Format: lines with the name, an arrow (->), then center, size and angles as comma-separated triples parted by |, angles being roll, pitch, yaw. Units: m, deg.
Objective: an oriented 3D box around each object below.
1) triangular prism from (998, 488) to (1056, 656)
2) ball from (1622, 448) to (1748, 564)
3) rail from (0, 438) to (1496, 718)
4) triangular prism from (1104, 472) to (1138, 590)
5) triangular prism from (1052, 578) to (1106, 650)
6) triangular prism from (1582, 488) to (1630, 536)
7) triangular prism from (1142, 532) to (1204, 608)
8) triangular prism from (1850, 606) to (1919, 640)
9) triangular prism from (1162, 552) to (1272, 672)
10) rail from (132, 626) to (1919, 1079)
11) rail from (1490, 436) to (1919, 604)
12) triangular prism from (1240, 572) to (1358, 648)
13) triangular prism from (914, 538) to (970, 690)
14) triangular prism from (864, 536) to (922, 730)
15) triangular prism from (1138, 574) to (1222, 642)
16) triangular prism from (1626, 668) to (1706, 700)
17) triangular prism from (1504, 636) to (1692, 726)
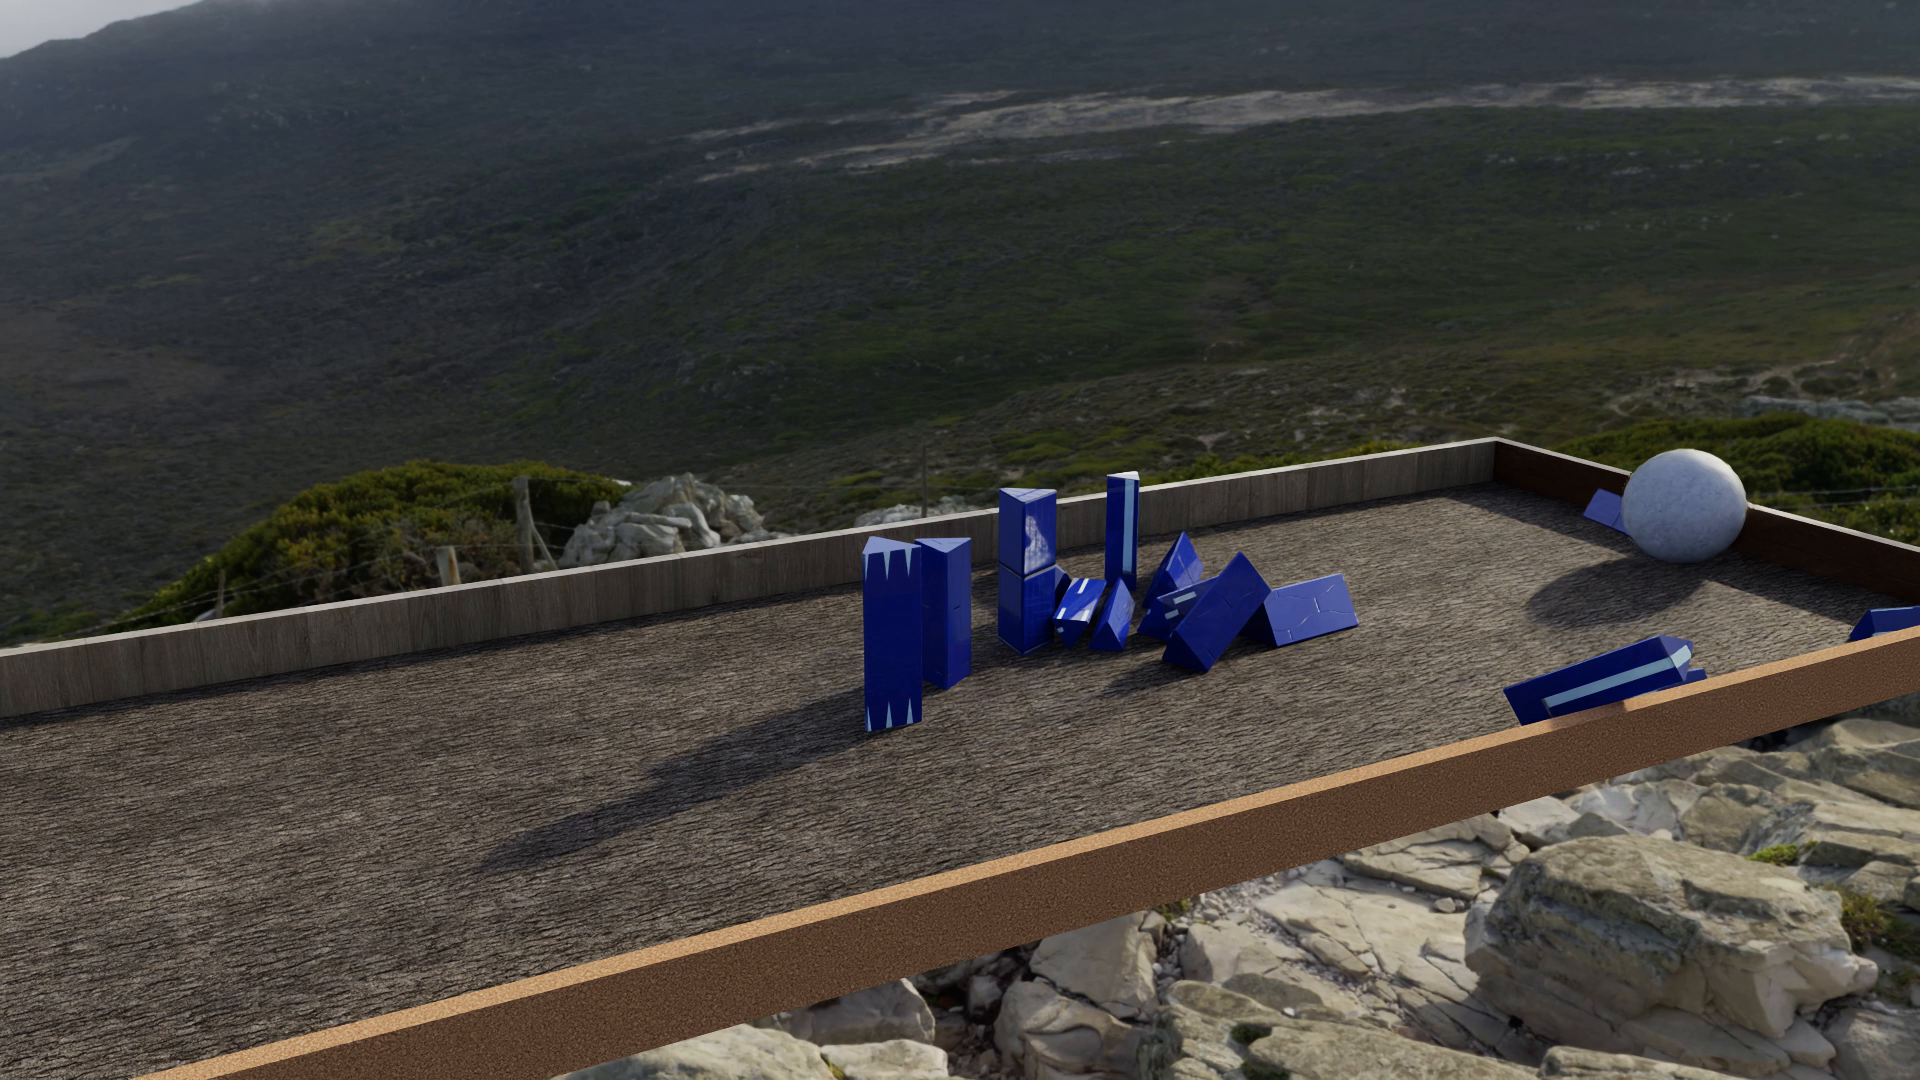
triangular prism -> 0.156, 0.076, 4.350 | 0.128, 0.420, 0.148 | 12, 20, 35
ball -> 2.228, -0.103, 5.078 | 0.354, 0.354, 0.354 | 0, 16, 0
rail -> -3.305, 0.497, 3.399 | 12.000, 0.150, 0.050 | -9, 18, -27
triangular prism -> 0.495, -0.030, 4.860 | 0.102, 0.337, 0.088 | 10, 19, 30
triangular prism -> 0.317, 0.181, 4.519 | 0.083, 0.096, 0.361 | 33, 20, 2
triangular prism -> 2.218, -0.086, 5.467 | 0.111, 0.096, 0.332 | -5, 17, -16
triangular prism -> 0.633, 0.084, 4.857 | 0.131, 0.114, 0.414 | 4, 17, 13
triangular prism -> 2.605, 0.220, 4.427 | 0.388, 0.095, 0.110 | -3, 17, -10
triangular prism -> 0.660, 0.177, 4.301 | 0.139, 0.121, 0.332 | 13, 46, 39
rail -> -2.336, 1.006, 1.665 | 12.000, 0.150, 0.050 | -9, 18, -27
rail -> 2.466, -0.048, 5.253 | 0.050, 0.150, 2.100 | -9, 18, -27
triangular prism -> 0.927, 0.179, 4.500 | 0.313, 0.131, 0.151 | -11, 20, -33
triangular prism -> -0.023, 0.176, 4.125 | 0.120, 0.356, 0.139 | -11, 20, -33
triangular prism -> -0.180, 0.214, 3.864 | 0.143, 0.431, 0.124 | -8, 18, -25
triangular prism -> 0.649, 0.174, 4.553 | 0.129, 0.112, 0.345 | 15, 22, 42
triangular prism -> 1.592, 0.378, 3.824 | 0.315, 0.131, 0.151 | -6, 18, -21
triangular prism -> 1.412, 0.304, 3.687 | 0.436, 0.094, 0.109 | -34, 21, 53
